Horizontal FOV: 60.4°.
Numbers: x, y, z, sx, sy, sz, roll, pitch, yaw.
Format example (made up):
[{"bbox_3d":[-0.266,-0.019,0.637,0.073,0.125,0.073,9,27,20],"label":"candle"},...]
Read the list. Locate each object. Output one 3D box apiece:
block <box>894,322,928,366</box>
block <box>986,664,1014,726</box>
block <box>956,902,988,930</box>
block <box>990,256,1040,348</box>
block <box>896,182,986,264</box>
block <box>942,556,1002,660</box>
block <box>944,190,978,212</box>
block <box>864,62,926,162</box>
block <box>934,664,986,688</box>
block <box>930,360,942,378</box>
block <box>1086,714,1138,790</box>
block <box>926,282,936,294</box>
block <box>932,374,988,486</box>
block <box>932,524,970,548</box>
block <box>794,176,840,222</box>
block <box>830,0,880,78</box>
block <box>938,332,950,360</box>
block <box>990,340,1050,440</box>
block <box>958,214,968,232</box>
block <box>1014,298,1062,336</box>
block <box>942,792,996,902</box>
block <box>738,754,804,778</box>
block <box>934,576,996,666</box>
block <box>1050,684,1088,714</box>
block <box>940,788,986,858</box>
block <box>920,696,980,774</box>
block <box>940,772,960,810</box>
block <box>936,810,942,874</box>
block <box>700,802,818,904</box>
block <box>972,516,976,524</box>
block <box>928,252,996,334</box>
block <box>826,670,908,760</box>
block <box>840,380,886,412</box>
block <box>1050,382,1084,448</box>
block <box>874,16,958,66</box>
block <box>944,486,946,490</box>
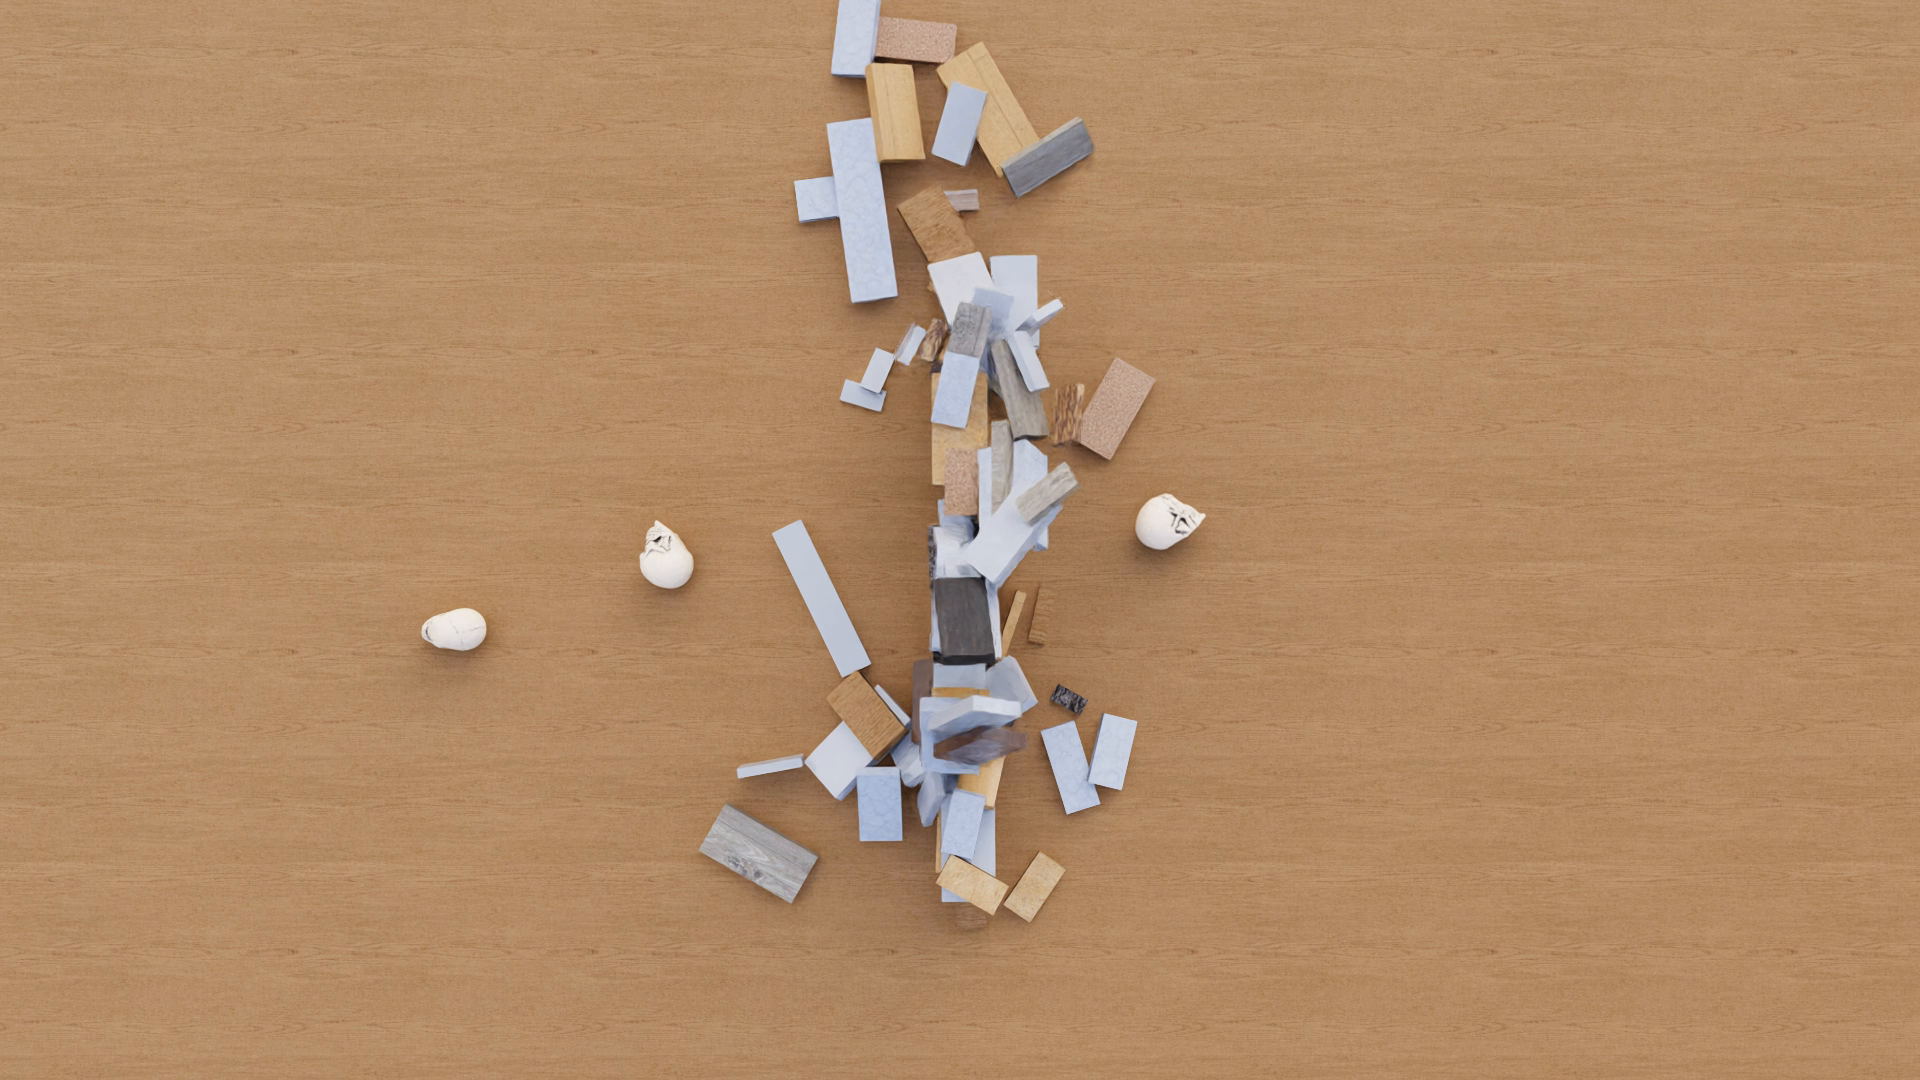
[{"bbox_3d":[-0.157,-0.620,5.212,0.035,0.245,0.122,28,96,-9],"label":"block"},{"bbox_3d":[0.095,0.491,5.445,0.259,0.037,0.130,33,79,11],"label":"block"},{"bbox_3d":[0.032,1.190,5.466,0.098,0.028,0.196,-6,101,1],"label":"block"},{"bbox_3d":[0.181,-0.786,5.459,0.153,0.043,0.307,-1,82,1],"label":"block"},{"bbox_3d":[-0.060,-0.998,5.433,0.158,0.045,0.316,-31,97,-1],"label":"block"},{"bbox_3d":[0.036,0.205,4.921,0.155,0.044,0.310,1,70,-12],"label":"block"},{"bbox_3d":[-0.005,-1.128,5.491,0.132,0.019,0.066,-5,90,0],"label":"block"},{"bbox_3d":[-0.215,-1.406,5.437,0.158,0.045,0.316,-8,90,-34],"label":"block"},{"bbox_3d":[-0.001,0.333,5.152,0.162,0.046,0.324,0,90,0],"label":"block"},{"bbox_3d":[-0.013,-0.523,5.341,0.158,0.316,0.045,19,92,0],"label":"block"},{"bbox_3d":[0.503,0.700,5.465,0.116,0.033,0.232,14,85,-8],"label":"block"},{"bbox_3d":[-0.052,-0.877,5.477,0.066,0.019,0.132,28,93,-6],"label":"block"},{"bbox_3d":[0.000,-0.344,5.130,0.172,0.049,0.344,0,89,0],"label":"block"},{"bbox_3d":[-0.012,0.047,5.088,0.103,0.029,0.206,-5,56,-14],"label":"block"},{"bbox_3d":[-0.410,-1.140,5.481,0.264,0.037,0.132,-8,90,0],"label":"block"},{"bbox_3d":[-0.345,-1.668,5.463,0.132,0.037,0.264,7,90,17],"label":"block"},{"bbox_3d":[0.015,-0.702,5.450,0.124,0.035,0.248,21,90,35],"label":"block"},{"bbox_3d":[0.187,-0.463,5.112,0.043,0.153,0.305,-19,80,32],"label":"block"},{"bbox_3d":[-0.010,-1.012,5.483,0.066,0.019,0.132,-4,90,13],"label":"block"},{"bbox_3d":[0.230,-0.681,5.189,0.109,0.219,0.031,-33,88,-27],"label":"block"},{"bbox_3d":[0.027,0.992,5.334,0.172,0.049,0.345,0,88,0],"label":"block"},{"bbox_3d":[-0.623,0.746,5.447,0.212,0.106,0.030,-10,90,0],"label":"block"},{"bbox_3d":[0.011,0.233,4.789,0.149,0.042,0.299,-2,47,-5],"label":"block"},{"bbox_3d":[0.363,0.531,5.492,0.113,0.016,0.057,29,90,0],"label":"block"},{"bbox_3d":[0.012,0.905,5.266,0.105,0.030,0.211,13,103,6],"label":"block"},{"bbox_3d":[-0.029,0.603,5.068,0.176,0.353,0.050,2,51,3],"label":"block"},{"bbox_3d":[0.021,0.714,5.432,0.172,0.049,0.345,0,75,0],"label":"block"},{"bbox_3d":[0.012,0.924,5.426,0.172,0.049,0.345,2,74,0],"label":"block"},{"bbox_3d":[-0.667,1.037,5.475,0.354,0.050,0.177,30,90,0],"label":"block"},{"bbox_3d":[0.002,-0.056,5.382,0.106,0.030,0.212,0,128,0],"label":"block"},{"bbox_3d":[0.020,-0.788,5.277,0.178,0.356,0.050,-15,133,-3],"label":"block"},{"bbox_3d":[-0.305,0.573,5.410,0.140,0.040,0.281,-43,61,2],"label":"block"},{"bbox_3d":[-0.322,-0.480,5.490,0.141,0.020,0.071,17,90,0],"label":"block"},{"bbox_3d":[0.332,-0.386,5.110,0.027,0.095,0.191,23,65,-39],"label":"block"},{"bbox_3d":[-0.148,-1.656,5.481,0.264,0.037,0.132,6,90,0],"label":"block"},{"bbox_3d":[0.001,-0.150,5.396,0.106,0.212,0.030,0,67,0],"label":"block"}]
